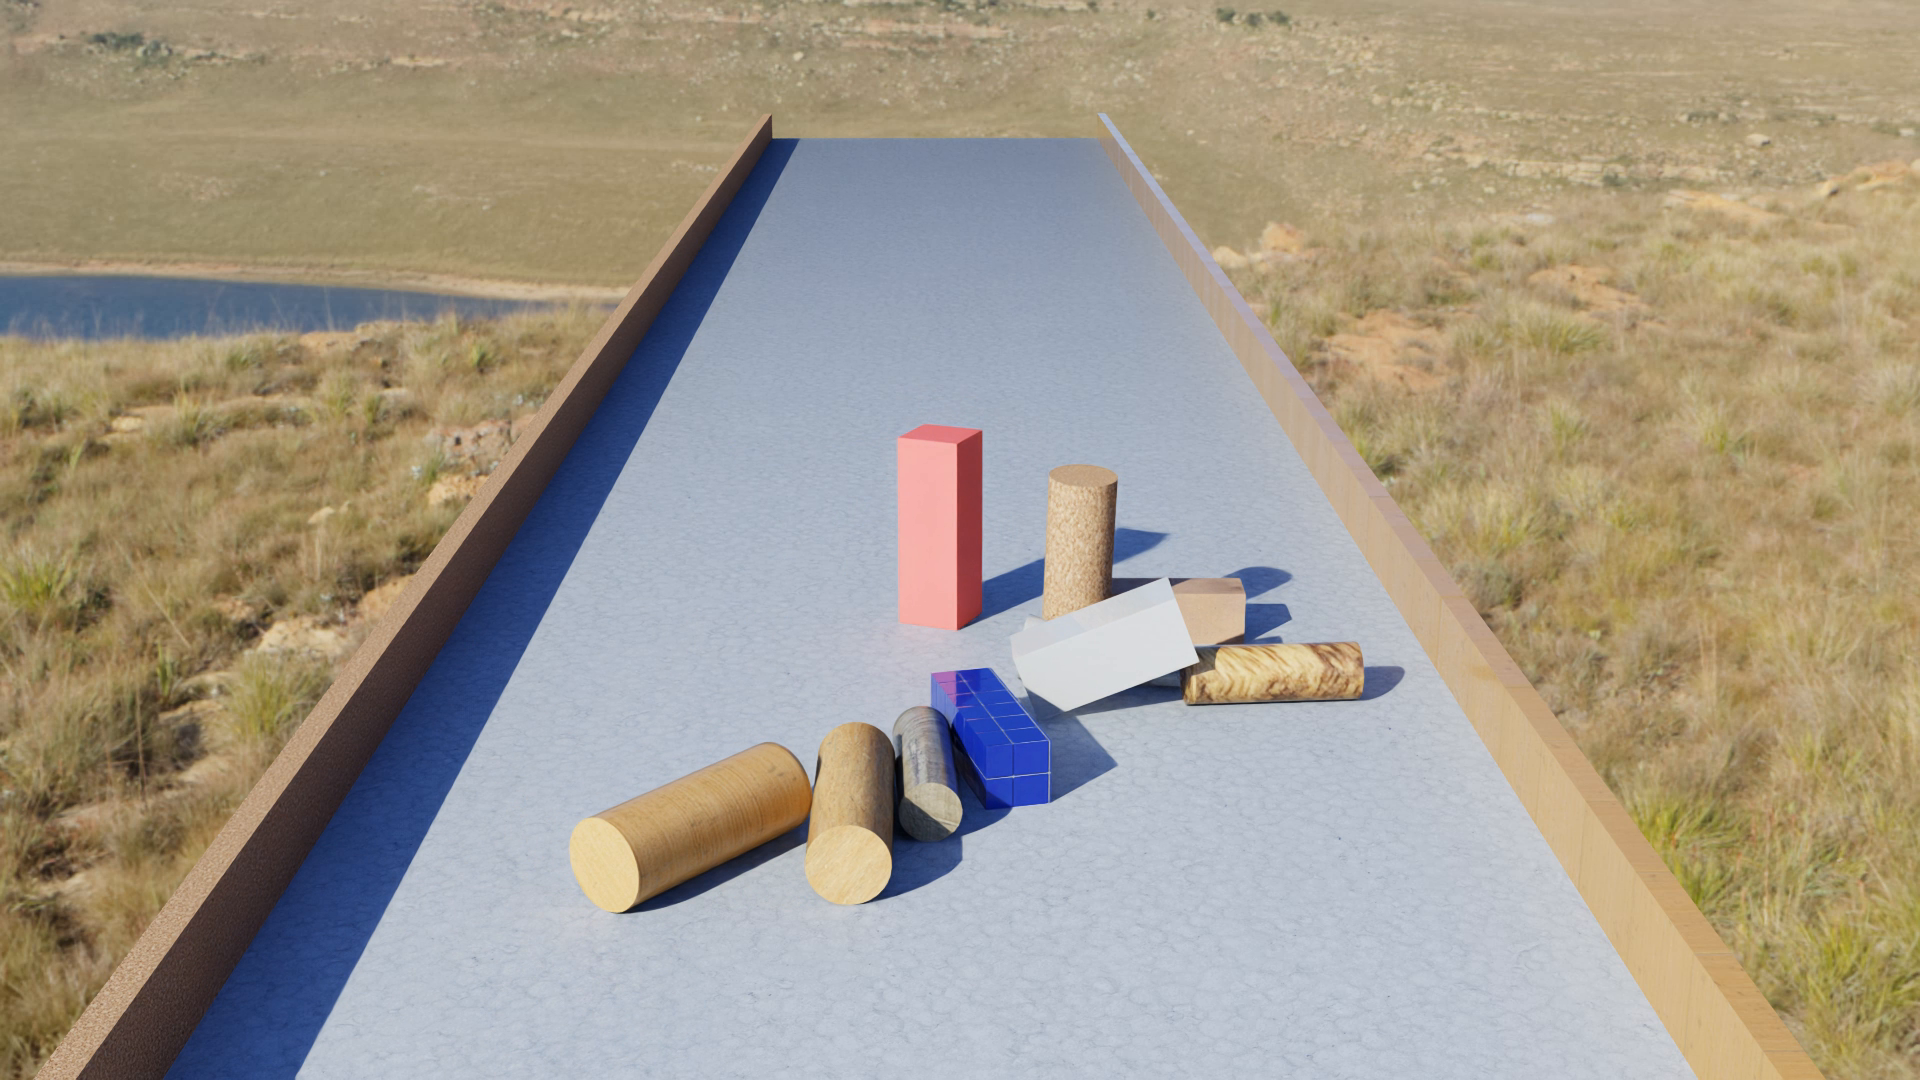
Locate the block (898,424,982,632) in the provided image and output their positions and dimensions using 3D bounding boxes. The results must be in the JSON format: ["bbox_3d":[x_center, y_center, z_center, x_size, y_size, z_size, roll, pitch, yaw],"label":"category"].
[{"bbox_3d":[-0.041,-0.028,4.613,0.133,0.403,0.133,7,18,23],"label":"block"}]

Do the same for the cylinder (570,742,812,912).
[{"bbox_3d":[-0.418,0.447,3.461,0.151,0.151,0.387,13,21,36],"label":"cylinder"}]

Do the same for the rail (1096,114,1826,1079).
[{"bbox_3d":[0.932,-0.844,7.801,0.050,0.150,12.000,0,17,-1],"label":"rail"}]

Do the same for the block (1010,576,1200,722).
[{"bbox_3d":[0.269,0.203,4.123,0.318,0.133,0.133,-21,16,5],"label":"block"}]

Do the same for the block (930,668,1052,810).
[{"bbox_3d":[0.050,0.344,3.869,0.114,0.114,0.373,-4,17,-14],"label":"block"}]

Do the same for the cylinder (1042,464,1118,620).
[{"bbox_3d":[0.235,0.053,4.360,0.135,0.383,0.135,2,21,-1],"label":"cylinder"}]

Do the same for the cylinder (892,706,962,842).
[{"bbox_3d":[-0.058,0.392,3.729,0.104,0.104,0.348,-1,17,-3],"label":"cylinder"}]

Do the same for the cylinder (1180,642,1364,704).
[{"bbox_3d":[0.592,0.253,4.184,0.331,0.110,0.110,-1,17,-5],"label":"cylinder"}]

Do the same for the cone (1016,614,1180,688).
[{"bbox_3d":[0.334,0.249,4.278,0.433,0.128,0.128,11,18,8],"label":"cone"}]

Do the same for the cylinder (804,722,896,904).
[{"bbox_3d":[-0.173,0.433,3.540,0.132,0.132,0.427,0,17,-1],"label":"cylinder"}]

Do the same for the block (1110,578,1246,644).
[{"bbox_3d":[0.384,0.146,4.546,0.396,0.108,0.108,0,17,1],"label":"block"}]

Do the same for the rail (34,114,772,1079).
[{"bbox_3d":[-1.118,-0.838,7.780,0.050,0.150,12.000,0,17,-1],"label":"rail"}]
